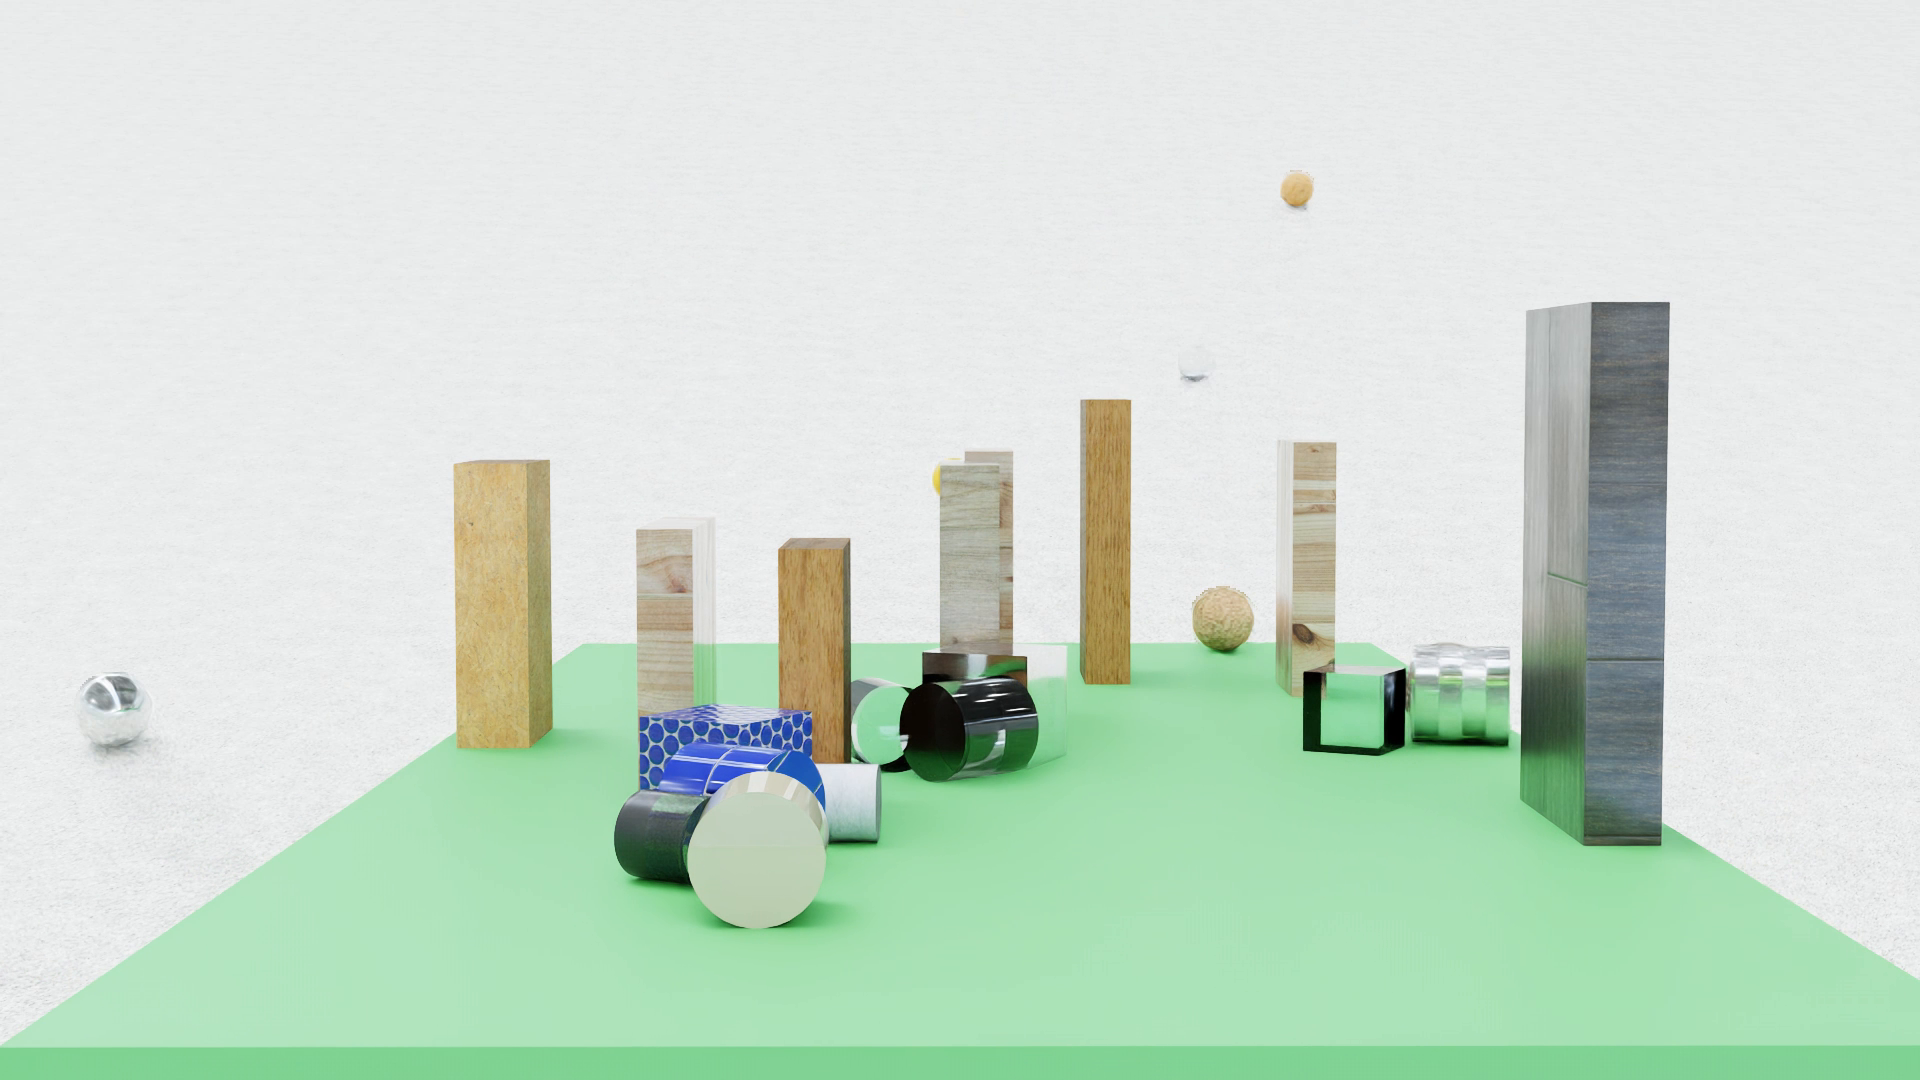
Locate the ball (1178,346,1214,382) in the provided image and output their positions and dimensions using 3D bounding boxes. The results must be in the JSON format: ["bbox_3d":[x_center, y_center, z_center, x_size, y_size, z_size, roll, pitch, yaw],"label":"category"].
[{"bbox_3d":[0.828,-0.617,8.986,0.125,0.125,0.125,0,20,0],"label":"ball"}]

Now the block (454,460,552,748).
[{"bbox_3d":[-0.842,0.111,4.747,0.131,0.513,0.270,0,3,0],"label":"block"}]

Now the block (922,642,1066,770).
[{"bbox_3d":[0.061,0.286,4.478,0.194,0.194,0.194,1,4,22],"label":"block"}]

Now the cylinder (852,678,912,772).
[{"bbox_3d":[-0.132,0.315,4.398,0.147,0.147,0.147,-8,6,-21],"label":"cylinder"}]

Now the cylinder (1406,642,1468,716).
[{"bbox_3d":[0.921,0.280,4.852,0.162,0.162,0.162,4,4,12],"label":"cylinder"}]

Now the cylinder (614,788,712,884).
[{"bbox_3d":[-0.372,0.391,3.376,0.117,0.117,0.117,2,18,34],"label":"cylinder"}]

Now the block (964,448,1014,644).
[{"bbox_3d":[0.055,0.085,5.057,0.093,0.527,0.292,0,3,0],"label":"block"}]

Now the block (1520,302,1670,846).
[{"bbox_3d":[0.937,0.038,3.819,0.110,0.768,0.412,0,3,0],"label":"block"}]

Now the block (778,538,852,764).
[{"bbox_3d":[-0.219,0.211,3.913,0.095,0.412,0.283,0,3,0],"label":"block"}]

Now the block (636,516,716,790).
[{"bbox_3d":[-0.454,0.188,4.144,0.087,0.432,0.380,0,3,0],"label":"block"}]

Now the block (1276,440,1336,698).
[{"bbox_3d":[0.740,0.055,5.503,0.090,0.534,0.274,0,3,0],"label":"block"}]

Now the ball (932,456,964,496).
[{"bbox_3d":[-0.018,-0.184,7.805,0.136,0.136,0.136,0,20,0],"label":"ball"}]

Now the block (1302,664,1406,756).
[{"bbox_3d":[0.708,0.304,4.612,0.143,0.143,0.143,2,4,28],"label":"block"}]

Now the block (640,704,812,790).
[{"bbox_3d":[-0.337,0.340,3.717,0.178,0.178,0.178,2,4,31],"label":"block"}]

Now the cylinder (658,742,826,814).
[{"bbox_3d":[-0.297,0.361,3.491,0.163,0.163,0.163,2,18,34],"label":"cylinder"}]

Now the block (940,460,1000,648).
[{"bbox_3d":[0.017,0.112,4.744,0.107,0.510,0.299,0,3,0],"label":"block"}]

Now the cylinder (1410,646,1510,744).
[{"bbox_3d":[0.913,0.283,4.682,0.174,0.174,0.174,1,20,12],"label":"cylinder"}]

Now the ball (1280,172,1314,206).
[{"bbox_3d":[1.510,-1.572,11.517,0.151,0.151,0.151,0,20,0],"label":"ball"}]

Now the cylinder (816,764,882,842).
[{"bbox_3d":[-0.172,0.376,3.677,0.111,0.111,0.111,0,20,3],"label":"cylinder"}]

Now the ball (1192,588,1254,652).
[{"bbox_3d":[0.646,0.196,6.320,0.154,0.154,0.154,0,20,0],"label":"ball"}]

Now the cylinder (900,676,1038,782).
[{"bbox_3d":[0.015,0.314,4.275,0.165,0.165,0.165,-3,17,-42],"label":"cylinder"}]

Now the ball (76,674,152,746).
[{"bbox_3d":[-2.028,0.407,6.157,0.176,0.176,0.176,0,20,0],"label":"ball"}]

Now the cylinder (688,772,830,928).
[{"bbox_3d":[-0.246,0.379,3.164,0.166,0.166,0.166,-1,3,-1],"label":"cylinder"}]

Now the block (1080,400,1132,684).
[{"bbox_3d":[0.323,-0.002,5.728,0.098,0.621,0.267,0,3,0],"label":"block"}]

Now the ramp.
[{"bbox_3d":[0.048,0.430,4.533,2.000,0.100,4.000,0,3,0],"label":"ramp"}]
